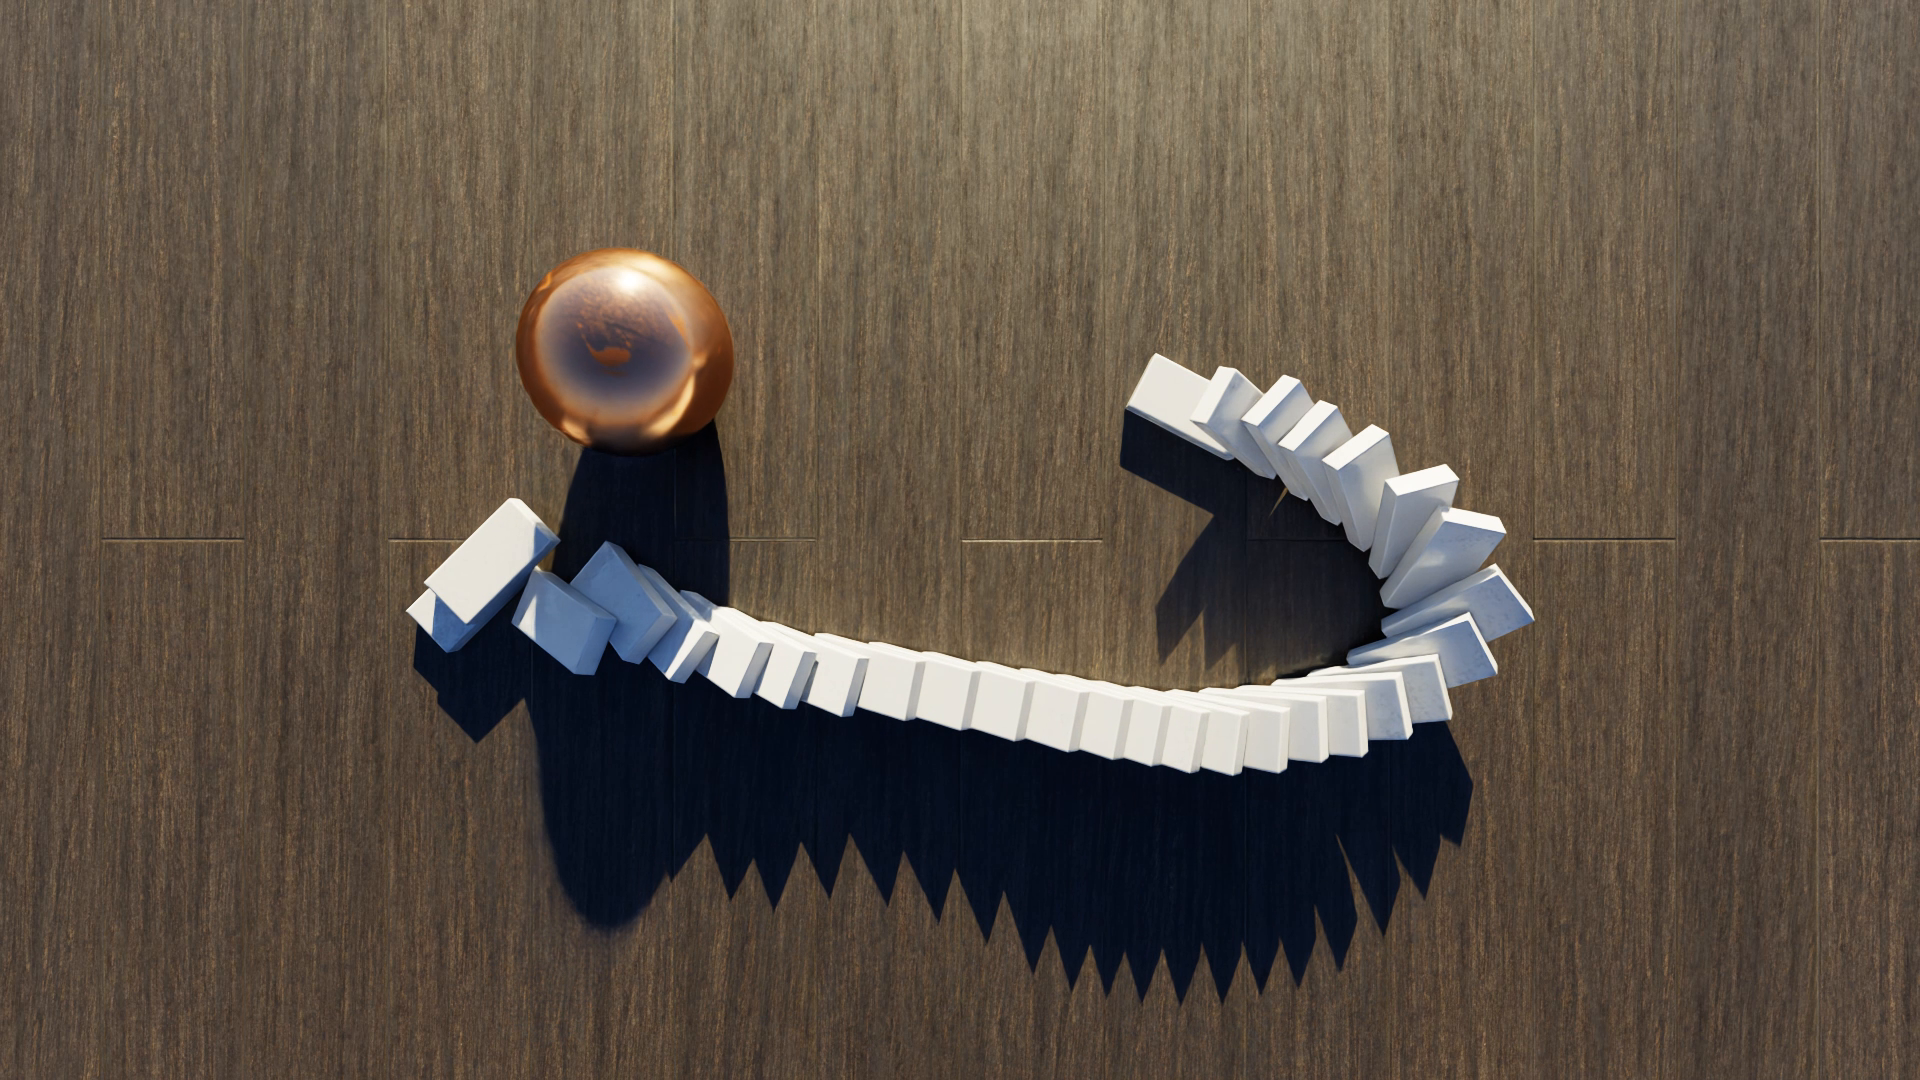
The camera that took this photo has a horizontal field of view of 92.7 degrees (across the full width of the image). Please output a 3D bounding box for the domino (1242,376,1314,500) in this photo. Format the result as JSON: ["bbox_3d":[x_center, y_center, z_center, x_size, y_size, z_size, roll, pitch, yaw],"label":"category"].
[{"bbox_3d":[0.140,-0.042,0.382,0.025,0.010,0.050,-46,124,0],"label":"domino"}]

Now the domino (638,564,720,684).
[{"bbox_3d":[-0.125,0.034,0.384,0.050,0.010,0.025,37,90,29],"label":"domino"}]

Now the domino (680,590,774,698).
[{"bbox_3d":[-0.103,0.043,0.383,0.050,0.009,0.025,26,93,29],"label":"domino"}]

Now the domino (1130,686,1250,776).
[{"bbox_3d":[0.093,0.079,0.381,0.050,0.009,0.025,8,91,38],"label":"domino"}]

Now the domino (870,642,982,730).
[{"bbox_3d":[-0.017,0.061,0.384,0.050,0.010,0.025,11,90,27],"label":"domino"}]

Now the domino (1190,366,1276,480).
[{"bbox_3d":[0.120,-0.048,0.382,0.050,0.009,0.025,29,90,-33],"label":"domino"}]

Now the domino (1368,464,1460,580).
[{"bbox_3d":[0.187,-0.007,0.379,0.025,0.009,0.050,-15,135,0],"label":"domino"}]

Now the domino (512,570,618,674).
[{"bbox_3d":[-0.166,0.034,0.382,0.050,0.009,0.025,25,94,32],"label":"domino"}]

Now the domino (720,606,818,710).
[{"bbox_3d":[-0.085,0.049,0.383,0.050,0.010,0.025,22,91,30],"label":"domino"}]

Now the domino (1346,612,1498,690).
[{"bbox_3d":[0.192,0.051,0.382,0.050,0.010,0.025,-27,92,34],"label":"domino"}]

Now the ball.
[{"bbox_3d":[-0.130,-0.073,0.360,0.080,0.080,0.080,0,90,0],"label":"ball"}]

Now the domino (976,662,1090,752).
[{"bbox_3d":[0.028,0.069,0.382,0.050,0.010,0.025,11,90,35],"label":"domino"}]

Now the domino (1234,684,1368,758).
[{"bbox_3d":[0.141,0.075,0.381,0.050,0.010,0.025,-4,90,38],"label":"domino"}]

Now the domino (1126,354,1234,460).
[{"bbox_3d":[0.100,-0.057,0.395,0.050,0.010,0.025,27,90,0],"label":"domino"}]

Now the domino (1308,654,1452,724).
[{"bbox_3d":[0.175,0.064,0.382,0.050,0.010,0.025,-14,90,33],"label":"domino"}]

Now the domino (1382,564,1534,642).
[{"bbox_3d":[0.206,0.033,0.381,0.050,0.010,0.025,-37,97,33],"label":"domino"}]

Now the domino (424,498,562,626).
[{"bbox_3d":[-0.196,0.009,0.386,0.050,0.009,0.025,-45,90,0],"label":"domino"}]

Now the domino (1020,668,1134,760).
[{"bbox_3d":[0.046,0.072,0.381,0.050,0.010,0.025,11,90,38],"label":"domino"}]

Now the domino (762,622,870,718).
[{"bbox_3d":[-0.064,0.054,0.385,0.050,0.010,0.025,16,90,25],"label":"domino"}]

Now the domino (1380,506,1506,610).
[{"bbox_3d":[0.199,0.010,0.379,0.025,0.010,0.050,12,132,-2],"label":"domino"}]

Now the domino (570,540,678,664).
[{"bbox_3d":[-0.141,0.026,0.383,0.025,0.010,0.050,-49,60,2],"label":"domino"}]

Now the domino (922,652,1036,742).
[{"bbox_3d":[0.005,0.065,0.383,0.050,0.010,0.025,11,90,30],"label":"domino"}]

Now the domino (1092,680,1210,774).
[{"bbox_3d":[0.076,0.077,0.381,0.050,0.010,0.025,11,90,38],"label":"domino"}]

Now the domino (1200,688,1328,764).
[{"bbox_3d":[0.125,0.076,0.381,0.050,0.009,0.025,-2,90,38],"label":"domino"}]

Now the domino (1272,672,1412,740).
[{"bbox_3d":[0.158,0.070,0.381,0.050,0.009,0.025,-11,91,38],"label":"domino"}]

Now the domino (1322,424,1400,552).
[{"bbox_3d":[0.170,-0.021,0.381,0.025,0.010,0.050,-35,126,0],"label":"domino"}]

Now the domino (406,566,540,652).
[{"bbox_3d":[-0.210,0.022,0.395,0.050,0.009,0.025,-44,90,0],"label":"domino"}]

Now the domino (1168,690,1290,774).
[{"bbox_3d":[0.110,0.079,0.381,0.050,0.010,0.025,4,92,38],"label":"domino"}]

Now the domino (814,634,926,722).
[{"bbox_3d":[-0.040,0.057,0.385,0.050,0.009,0.025,11,90,26],"label":"domino"}]

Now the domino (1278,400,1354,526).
[{"bbox_3d":[0.154,-0.031,0.382,0.025,0.009,0.050,-45,124,0],"label":"domino"}]

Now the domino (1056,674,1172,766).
[{"bbox_3d":[0.061,0.074,0.381,0.050,0.010,0.025,11,90,38],"label":"domino"}]
